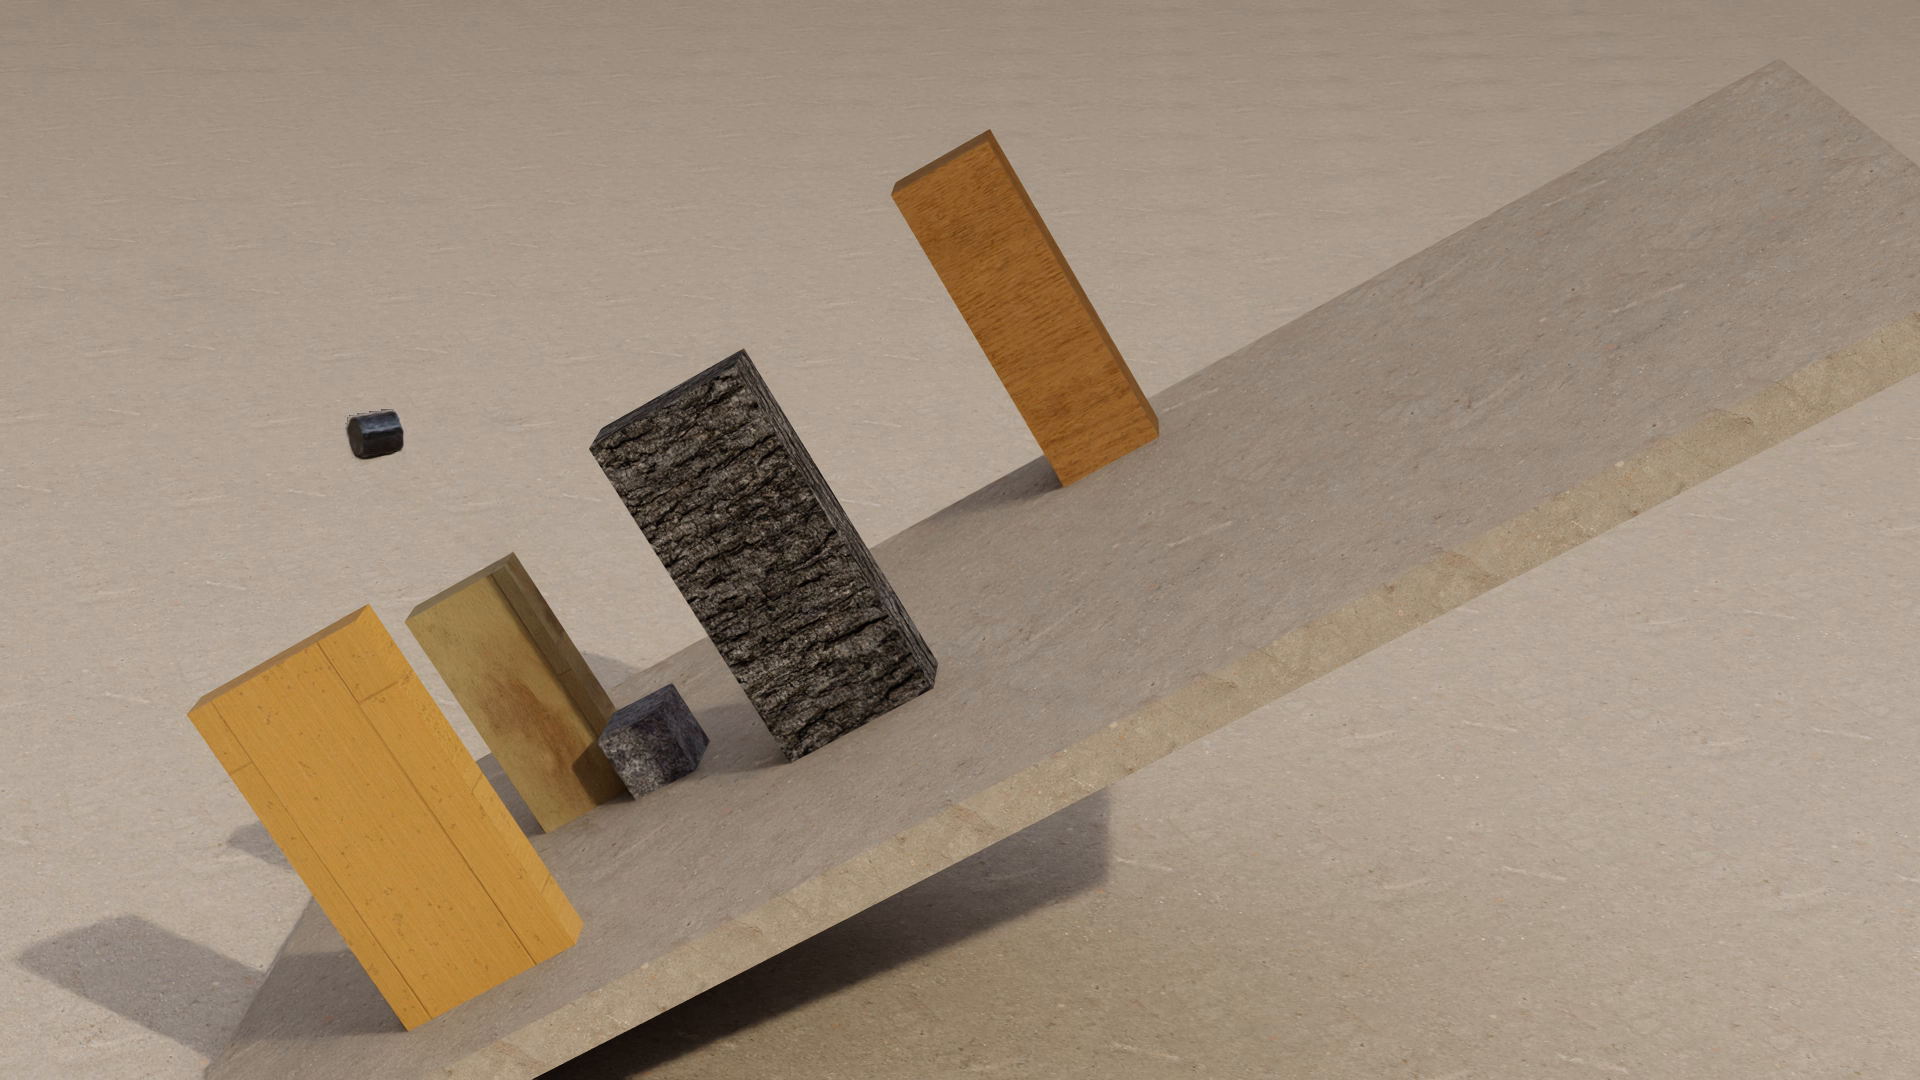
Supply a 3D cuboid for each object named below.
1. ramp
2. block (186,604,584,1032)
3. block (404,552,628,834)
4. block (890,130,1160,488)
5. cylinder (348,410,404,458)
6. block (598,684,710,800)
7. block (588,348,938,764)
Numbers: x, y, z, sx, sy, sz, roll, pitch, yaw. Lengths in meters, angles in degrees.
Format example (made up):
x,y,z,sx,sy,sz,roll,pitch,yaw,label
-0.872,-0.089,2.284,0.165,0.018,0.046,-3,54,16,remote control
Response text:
x,y,z,sx,sy,sz,roll,pitch,yaw,label
0.142,0.168,6.285,4.000,0.100,2.000,-28,15,12,ramp
-1.126,0.553,5.796,0.401,0.780,0.095,-28,15,12,block
-0.959,0.343,6.561,0.265,0.580,0.099,-28,15,12,block
0.156,-0.532,6.787,0.252,0.794,0.143,-28,15,12,block
-2.188,-0.395,11.014,0.155,0.155,0.155,-12,22,-31,cylinder
-0.676,0.445,6.496,0.159,0.159,0.159,-27,15,16,block
-0.395,0.037,6.035,0.346,0.781,0.147,-28,15,12,block
